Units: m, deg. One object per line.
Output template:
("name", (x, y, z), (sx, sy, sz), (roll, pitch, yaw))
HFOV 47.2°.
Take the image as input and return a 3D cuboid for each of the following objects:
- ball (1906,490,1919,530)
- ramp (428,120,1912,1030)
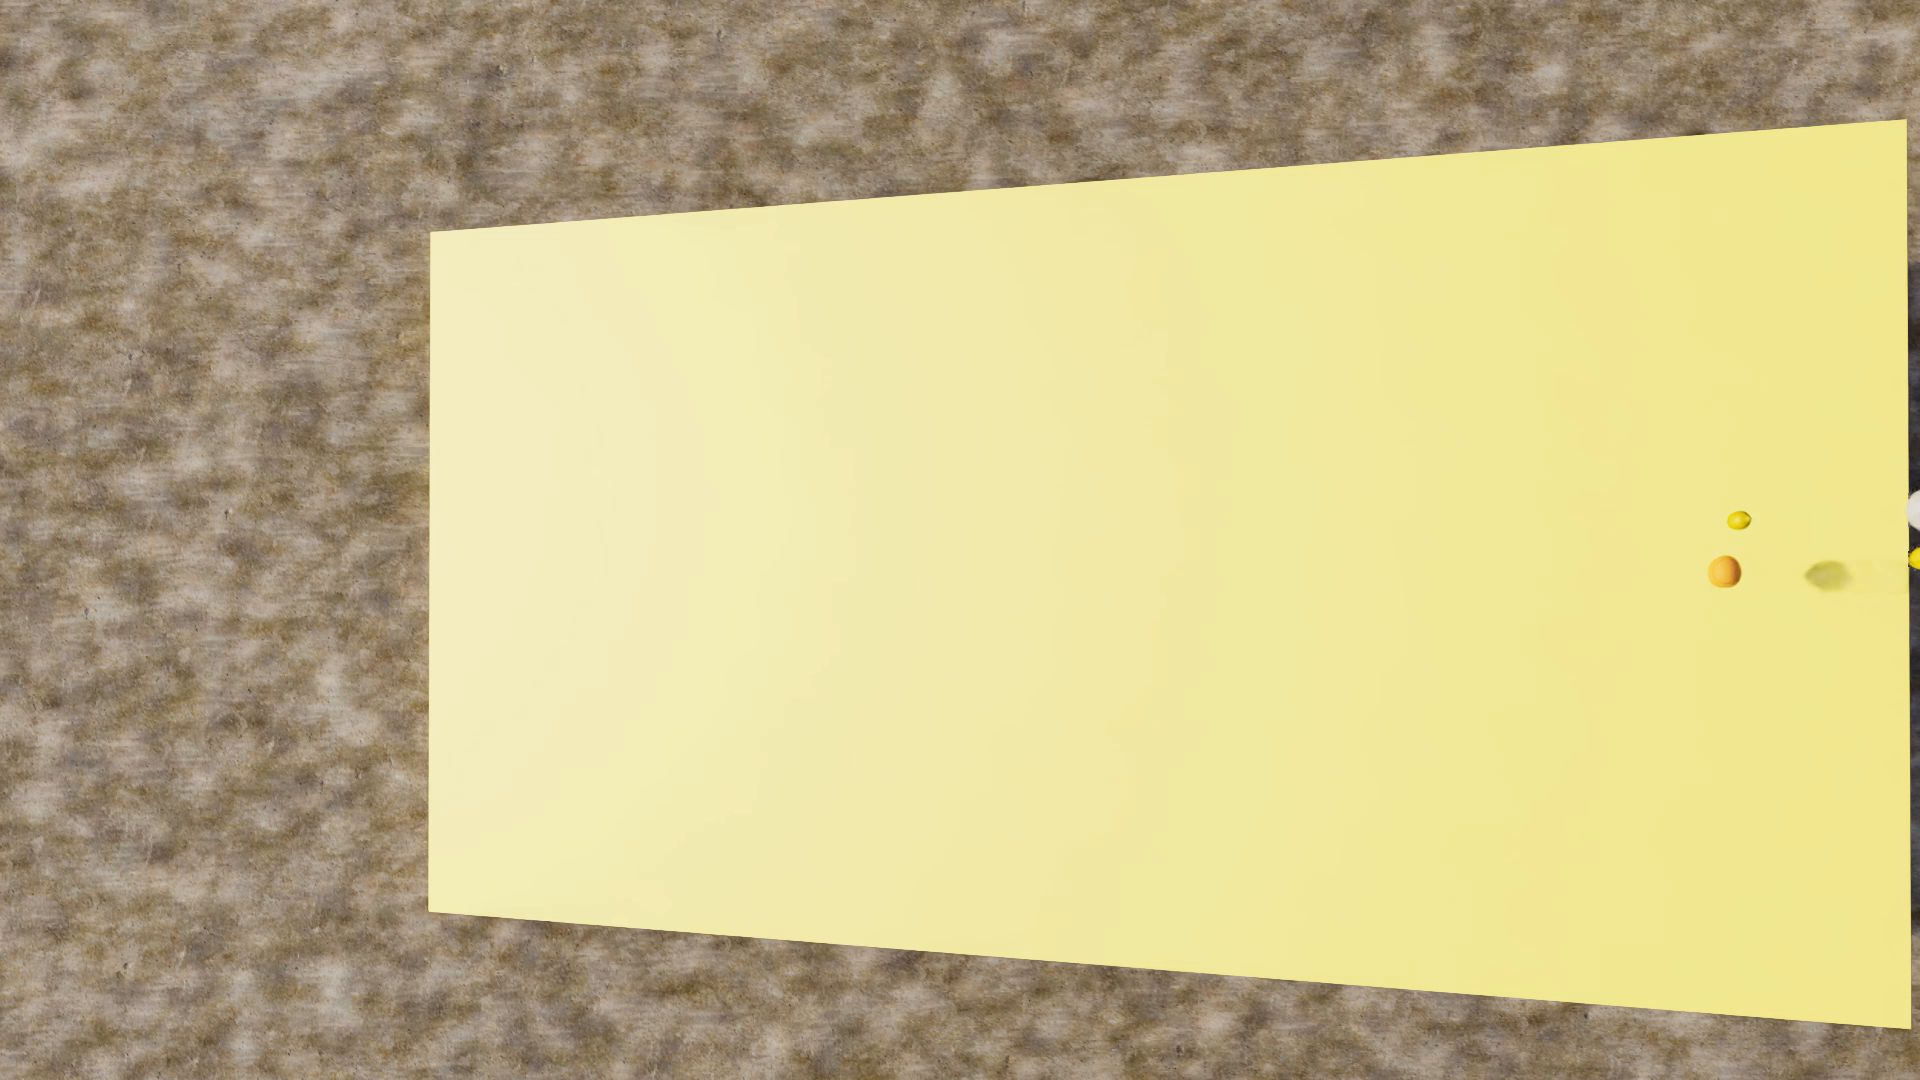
("ball", (1.841, -0.057, 4.164), (0.090, 0.090, 0.090), (0, 89, 0))
("ramp", (0.283, 0.083, 5.701), (4.000, 0.100, 2.000), (0, 89, 24))
